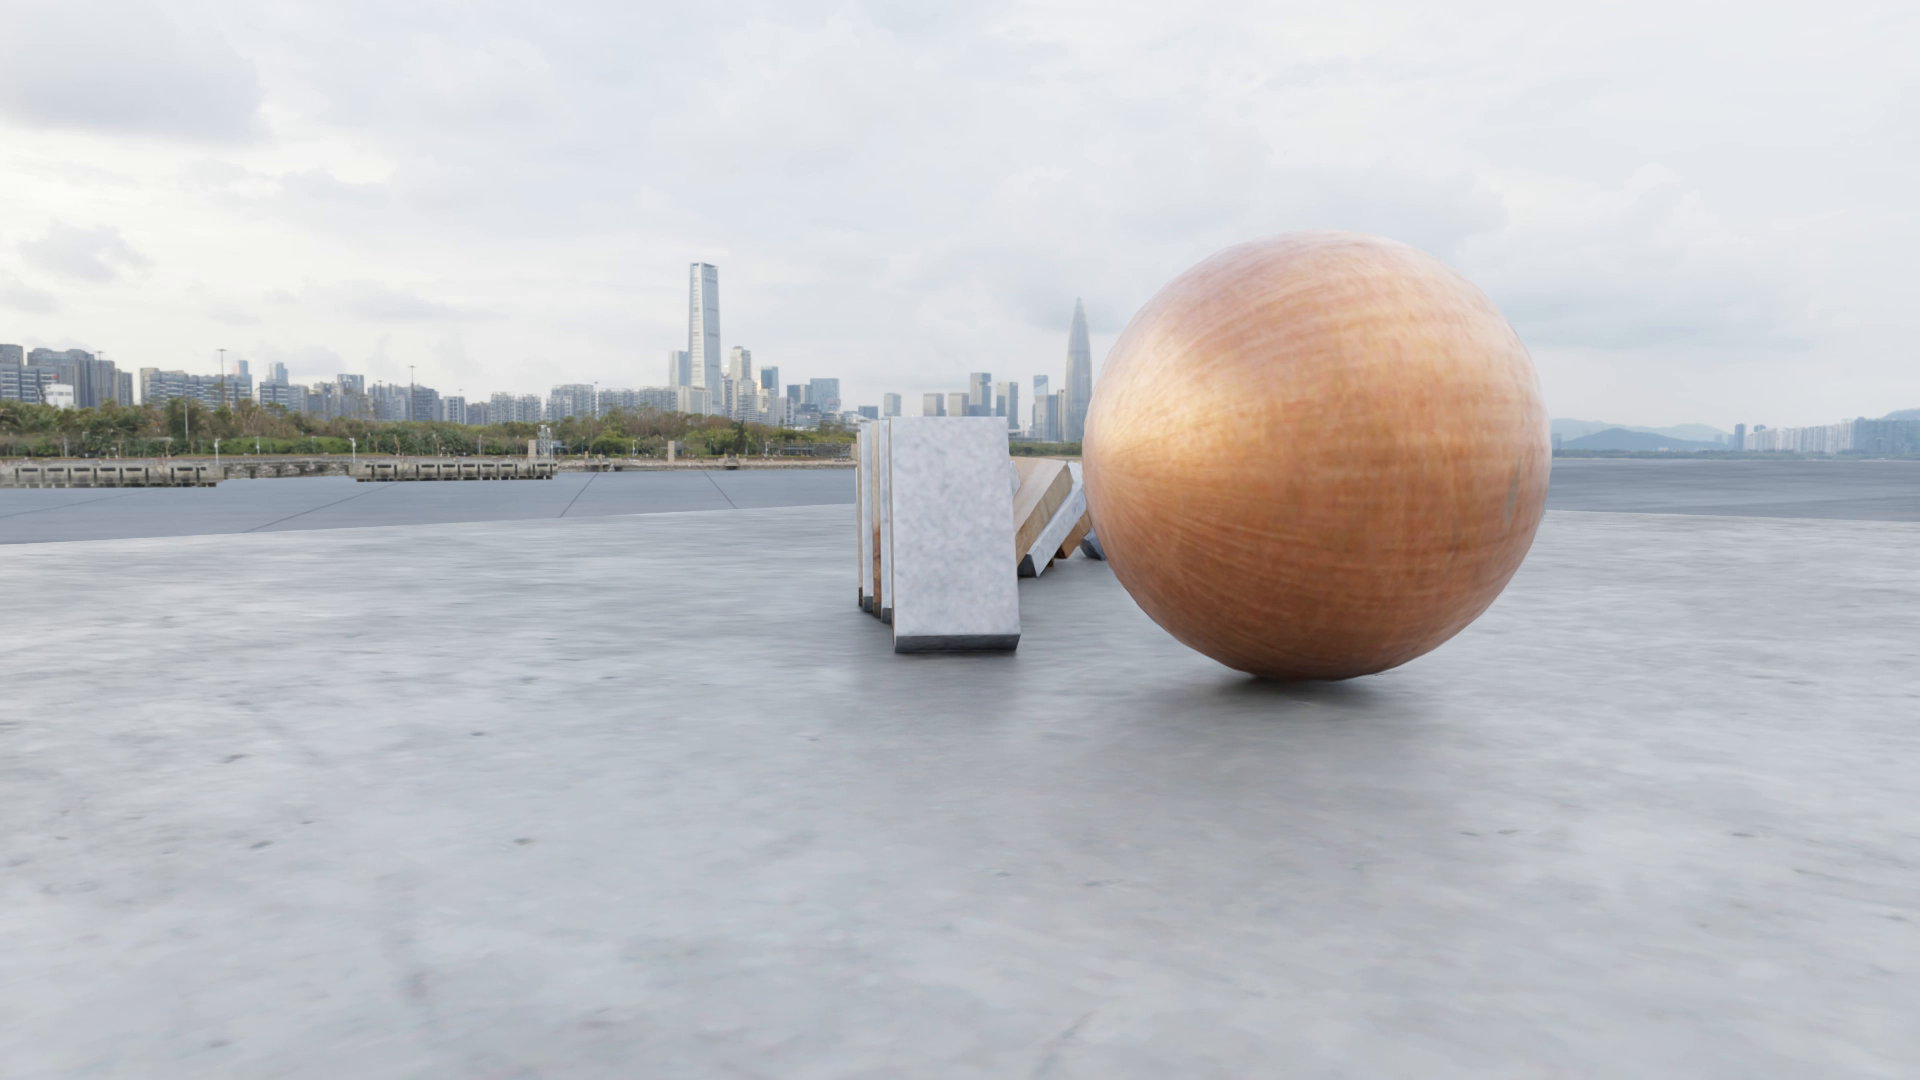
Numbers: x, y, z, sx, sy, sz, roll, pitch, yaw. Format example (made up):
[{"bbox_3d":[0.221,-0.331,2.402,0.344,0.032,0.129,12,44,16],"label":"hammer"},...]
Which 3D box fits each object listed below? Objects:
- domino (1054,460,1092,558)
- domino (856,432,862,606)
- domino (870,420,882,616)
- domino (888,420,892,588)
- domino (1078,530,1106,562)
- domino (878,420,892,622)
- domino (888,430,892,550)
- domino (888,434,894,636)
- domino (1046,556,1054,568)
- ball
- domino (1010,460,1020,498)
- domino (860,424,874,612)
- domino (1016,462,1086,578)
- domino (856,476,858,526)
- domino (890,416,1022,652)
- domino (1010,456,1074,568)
[{"bbox_3d":[0.041,-0.012,0.485,0.025,0.010,0.050,1,38,42],"label":"domino"},{"bbox_3d":[-0.015,-0.006,0.348,0.025,0.050,0.010,0,-32,-5],"label":"domino"},{"bbox_3d":[-0.010,-0.006,0.324,0.025,0.050,0.010,0,-25,-5],"label":"domino"},{"bbox_3d":[-0.004,-0.004,0.302,0.025,0.050,0.009,0,-25,-5],"label":"domino"},{"bbox_3d":[0.067,-0.012,0.478,0.050,0.010,0.025,-37,9,-5],"label":"domino"},{"bbox_3d":[-0.007,-0.005,0.313,0.025,0.050,0.009,0,-25,-5],"label":"domino"},{"bbox_3d":[-0.003,-0.003,0.292,0.025,0.050,0.009,0,-25,-5],"label":"domino"},{"bbox_3d":[-0.002,-0.003,0.281,0.025,0.050,0.009,0,-25,-5],"label":"domino"},{"bbox_3d":[0.021,-0.009,0.450,0.025,0.009,0.050,-2,37,9],"label":"domino"},{"bbox_3d":[0.062,-0.015,0.229,0.080,0.080,0.080,0,4,0],"label":"ball"},{"bbox_3d":[-0.001,-0.006,0.403,0.025,0.010,0.050,2,41,25],"label":"domino"},{"bbox_3d":[-0.013,-0.007,0.335,0.025,0.050,0.010,0,-26,-5],"label":"domino"},{"bbox_3d":[0.025,-0.008,0.428,0.025,0.009,0.050,6,40,32],"label":"domino"},{"bbox_3d":[-0.017,-0.003,0.367,0.025,0.009,0.050,-1,38,-5],"label":"domino"},{"bbox_3d":[-0.002,-0.002,0.270,0.025,0.050,0.009,0,-25,-5],"label":"domino"},{"bbox_3d":[0.014,-0.008,0.414,0.025,0.009,0.050,7,43,32],"label":"domino"}]
